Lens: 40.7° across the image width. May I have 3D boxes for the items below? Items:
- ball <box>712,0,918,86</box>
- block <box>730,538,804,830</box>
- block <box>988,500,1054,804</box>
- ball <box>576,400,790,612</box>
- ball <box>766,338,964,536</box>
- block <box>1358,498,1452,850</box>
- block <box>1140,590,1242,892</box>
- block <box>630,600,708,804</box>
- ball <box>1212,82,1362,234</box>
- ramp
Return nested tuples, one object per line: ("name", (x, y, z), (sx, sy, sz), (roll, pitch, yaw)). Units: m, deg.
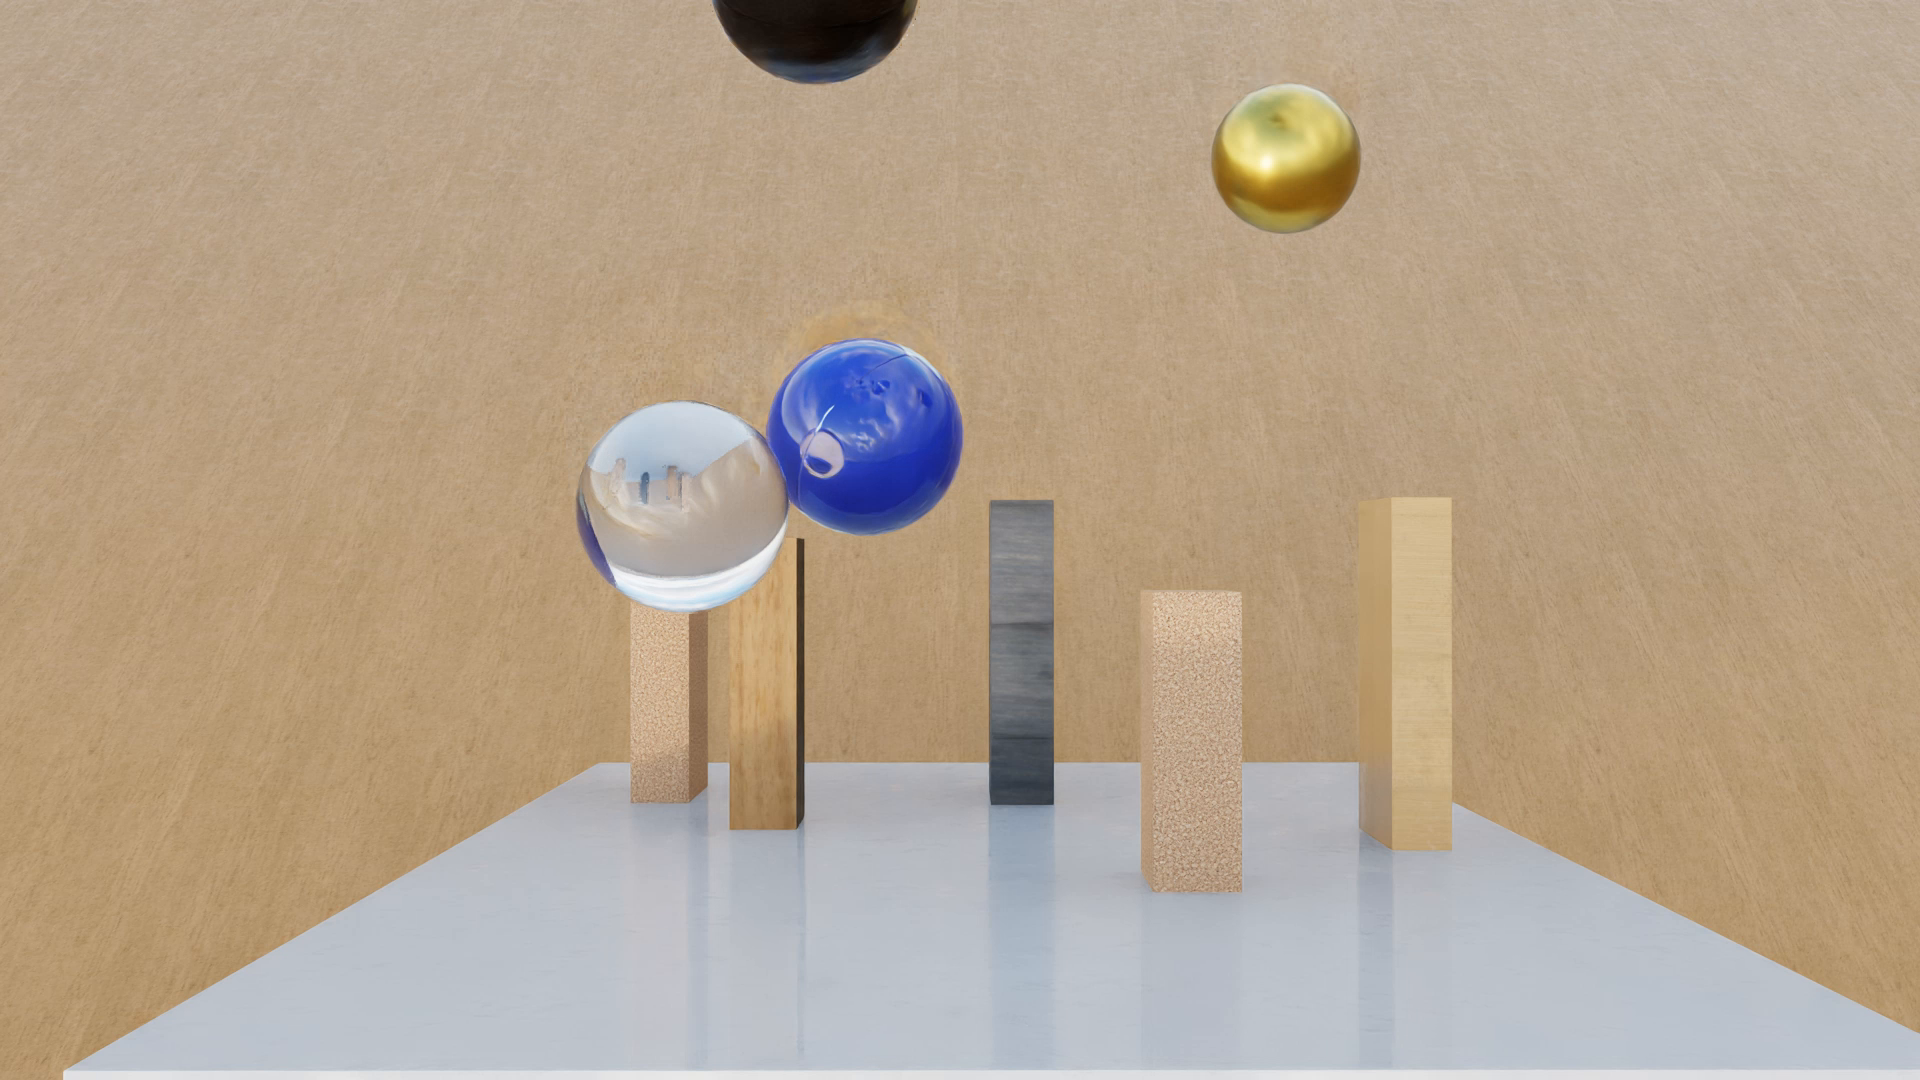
("ball", (-0.122, -0.473, 2.176), (0.178, 0.178, 0.178), (0, 31, 0))
("block", (-0.384, 0.281, 5.182), (0.130, 0.569, 0.269), (0, 0, 0))
("block", (0.134, 0.242, 5.733), (0.135, 0.654, 0.364), (0, 0, 0))
("ball", (-0.259, -0.032, 2.415), (0.198, 0.198, 0.198), (0, 31, 0))
("ball", (-0.096, -0.104, 2.599), (0.199, 0.199, 0.199), (0, 31, 0))
("block", (0.836, 0.244, 4.884), (0.109, 0.639, 0.386), (0, 0, 0))
("block", (0.377, 0.322, 4.247), (0.141, 0.476, 0.280), (0, 0, 0))
("block", (-0.649, 0.185, 5.807), (0.126, 0.768, 0.423), (0, 0, 0))
("ball", (0.319, -0.373, 2.533), (0.146, 0.146, 0.146), (0, 31, 0))
("ramp", (0.069, 0.612, 4.685), (2.000, 0.100, 4.000), (0, 0, 0))
